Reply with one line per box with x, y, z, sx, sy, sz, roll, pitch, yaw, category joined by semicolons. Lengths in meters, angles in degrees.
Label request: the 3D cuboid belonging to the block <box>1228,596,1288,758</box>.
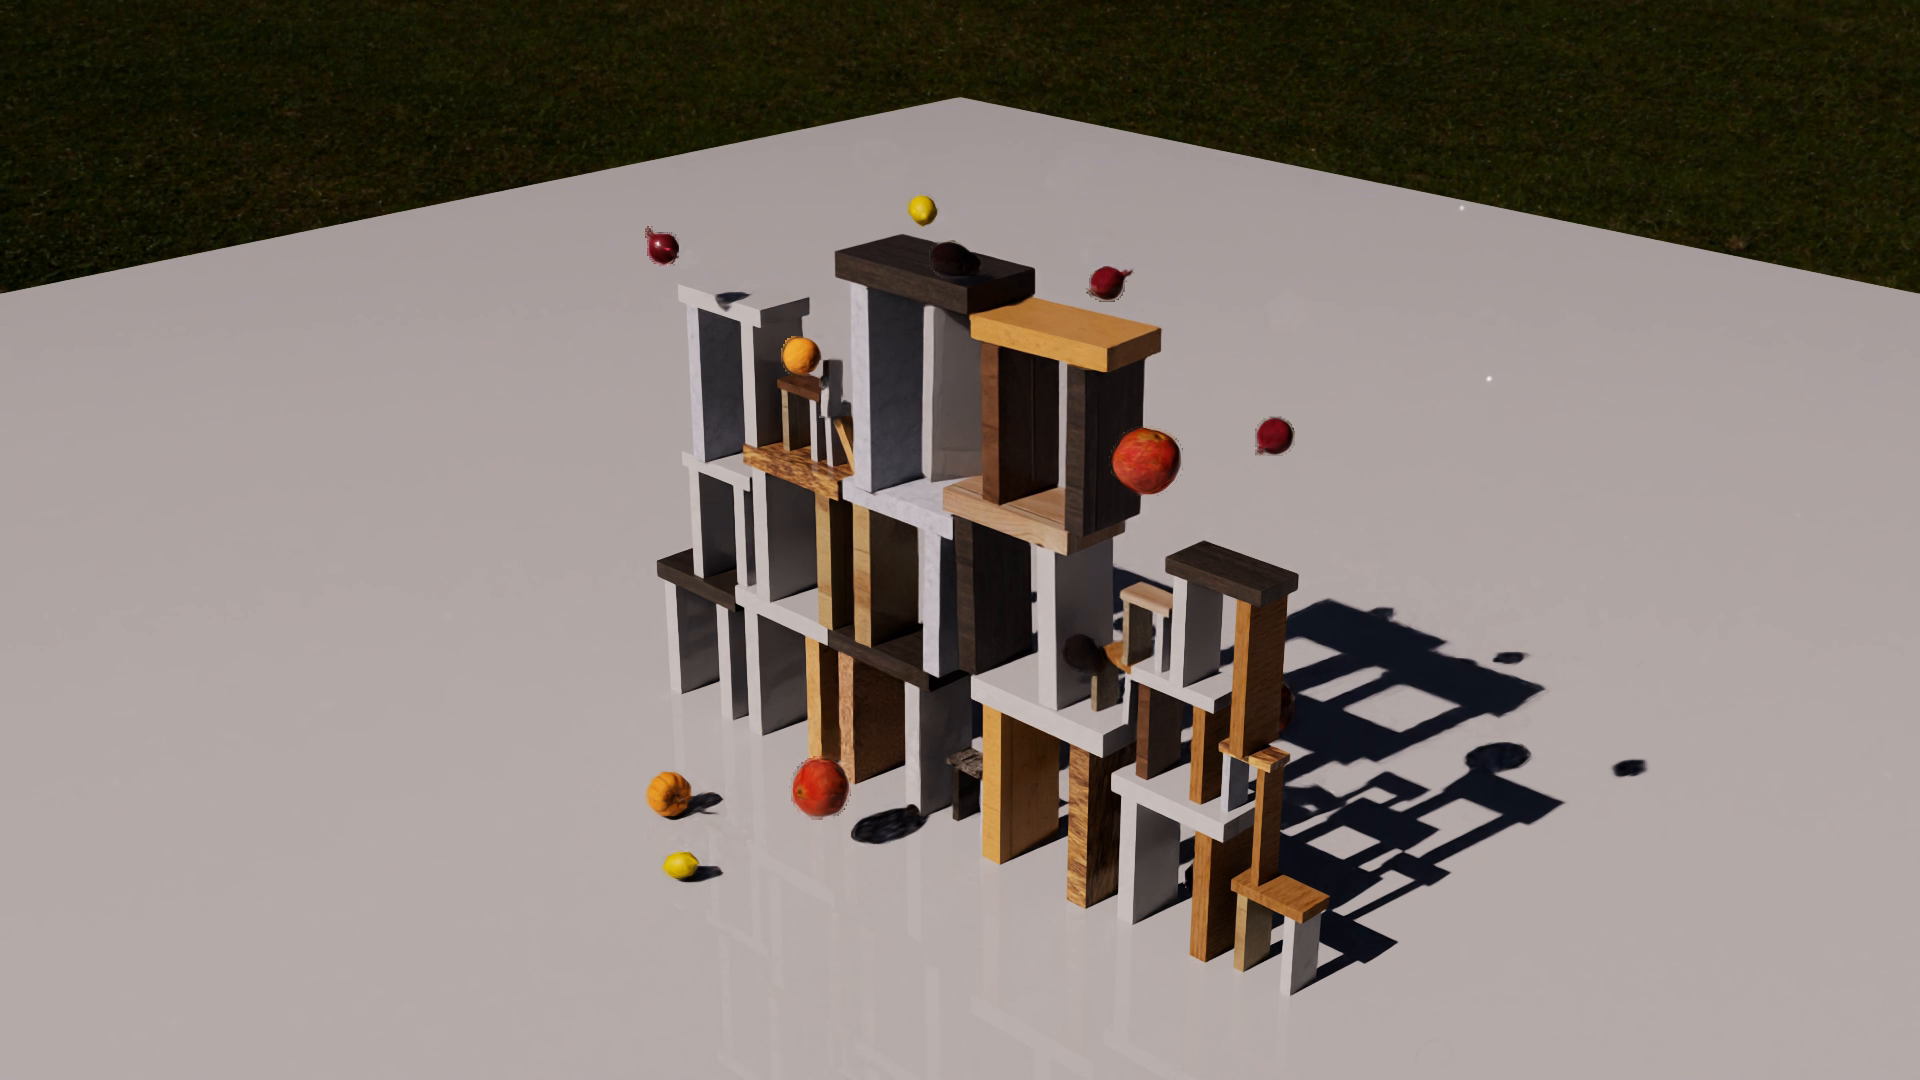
0.512;0.224;3.770;0.103;0.292;0.029;-21;31;-40;block

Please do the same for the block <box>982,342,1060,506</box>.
0.111;-0.232;4.015;0.154;0.308;0.044;-20;29;-38;block

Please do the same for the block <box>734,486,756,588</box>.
-0.423;-0.022;4.671;0.032;0.223;0.112;21;31;41;block

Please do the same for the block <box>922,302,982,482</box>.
0.022;-0.287;4.091;0.175;0.350;0.050;-9;29;-20;block

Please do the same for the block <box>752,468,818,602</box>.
-0.360;-0.029;4.597;0.041;0.293;0.146;21;31;41;block

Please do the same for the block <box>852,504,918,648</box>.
-0.148;0.048;4.401;0.043;0.301;0.150;18;29;34;block

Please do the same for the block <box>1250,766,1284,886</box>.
0.538;0.493;3.846;0.016;0.232;0.056;21;31;41;block

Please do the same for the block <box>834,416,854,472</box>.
-0.209;-0.191;4.355;0.016;0.112;0.056;-23;-4;35;block

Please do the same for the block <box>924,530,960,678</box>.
-0.002;0.104;4.272;0.043;0.301;0.150;23;32;40;block

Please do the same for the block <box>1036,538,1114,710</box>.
0.214;0.140;4.049;0.158;0.315;0.045;-21;29;-40;block

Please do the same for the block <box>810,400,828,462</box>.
-0.270;-0.228;4.420;0.064;0.129;0.018;-21;31;-41;block

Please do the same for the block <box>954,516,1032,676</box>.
0.066;0.084;4.186;0.045;0.315;0.157;19;29;42;block

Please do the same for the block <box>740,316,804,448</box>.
-0.381;-0.331;4.494;0.131;0.261;0.037;-21;31;-41;block

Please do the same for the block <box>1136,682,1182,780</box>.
0.362;0.331;3.978;0.027;0.188;0.094;21;31;41;block

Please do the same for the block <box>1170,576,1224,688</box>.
0.414;0.146;3.843;0.029;0.206;0.103;21;31;41;block

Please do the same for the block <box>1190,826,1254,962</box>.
0.475;0.620;3.967;0.037;0.260;0.130;21;31;41;block

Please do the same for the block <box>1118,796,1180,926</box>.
0.353;0.572;4.080;0.037;0.260;0.130;21;31;41;block

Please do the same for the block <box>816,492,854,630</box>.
-0.222;0.024;4.471;0.041;0.292;0.146;21;31;41;block

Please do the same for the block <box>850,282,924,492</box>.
-0.124;-0.311;4.226;0.175;0.412;0.050;-20;30;-39;block

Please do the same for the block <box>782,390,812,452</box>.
-0.331;-0.251;4.476;0.064;0.129;0.018;-21;31;-41;block

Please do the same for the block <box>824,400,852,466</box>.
-0.241;-0.212;4.392;0.056;0.122;0.016;-21;28;-40;block

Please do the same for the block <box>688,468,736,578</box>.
-0.529;-0.051;4.772;0.032;0.250;0.112;21;31;41;block

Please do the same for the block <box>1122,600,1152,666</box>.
0.319;0.160;3.946;0.056;0.126;0.016;-16;28;-34;block

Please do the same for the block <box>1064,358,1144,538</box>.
0.255;-0.174;3.876;0.154;0.308;0.044;-21;31;-40;block

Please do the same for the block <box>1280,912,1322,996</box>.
0.600;0.717;3.871;0.022;0.156;0.078;21;31;41;block

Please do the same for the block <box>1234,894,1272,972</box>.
0.526;0.689;3.938;0.022;0.156;0.078;21;31;41;block

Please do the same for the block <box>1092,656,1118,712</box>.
0.267;0.261;4.039;0.051;0.103;0.015;-16;28;-33;block

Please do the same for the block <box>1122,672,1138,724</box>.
0.321;0.281;3.992;0.051;0.103;0.015;-19;32;-37;block

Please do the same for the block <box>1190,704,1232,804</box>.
0.450;0.366;3.897;0.027;0.188;0.094;21;31;41;block

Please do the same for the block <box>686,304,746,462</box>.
-0.504;-0.343;4.623;0.037;0.340;0.130;21;31;41;block

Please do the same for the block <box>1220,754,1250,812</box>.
0.485;0.418;3.872;0.056;0.113;0.016;-21;31;-41;block

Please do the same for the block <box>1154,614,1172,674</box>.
0.371;0.174;3.896;0.056;0.112;0.016;-21;31;-41;block
